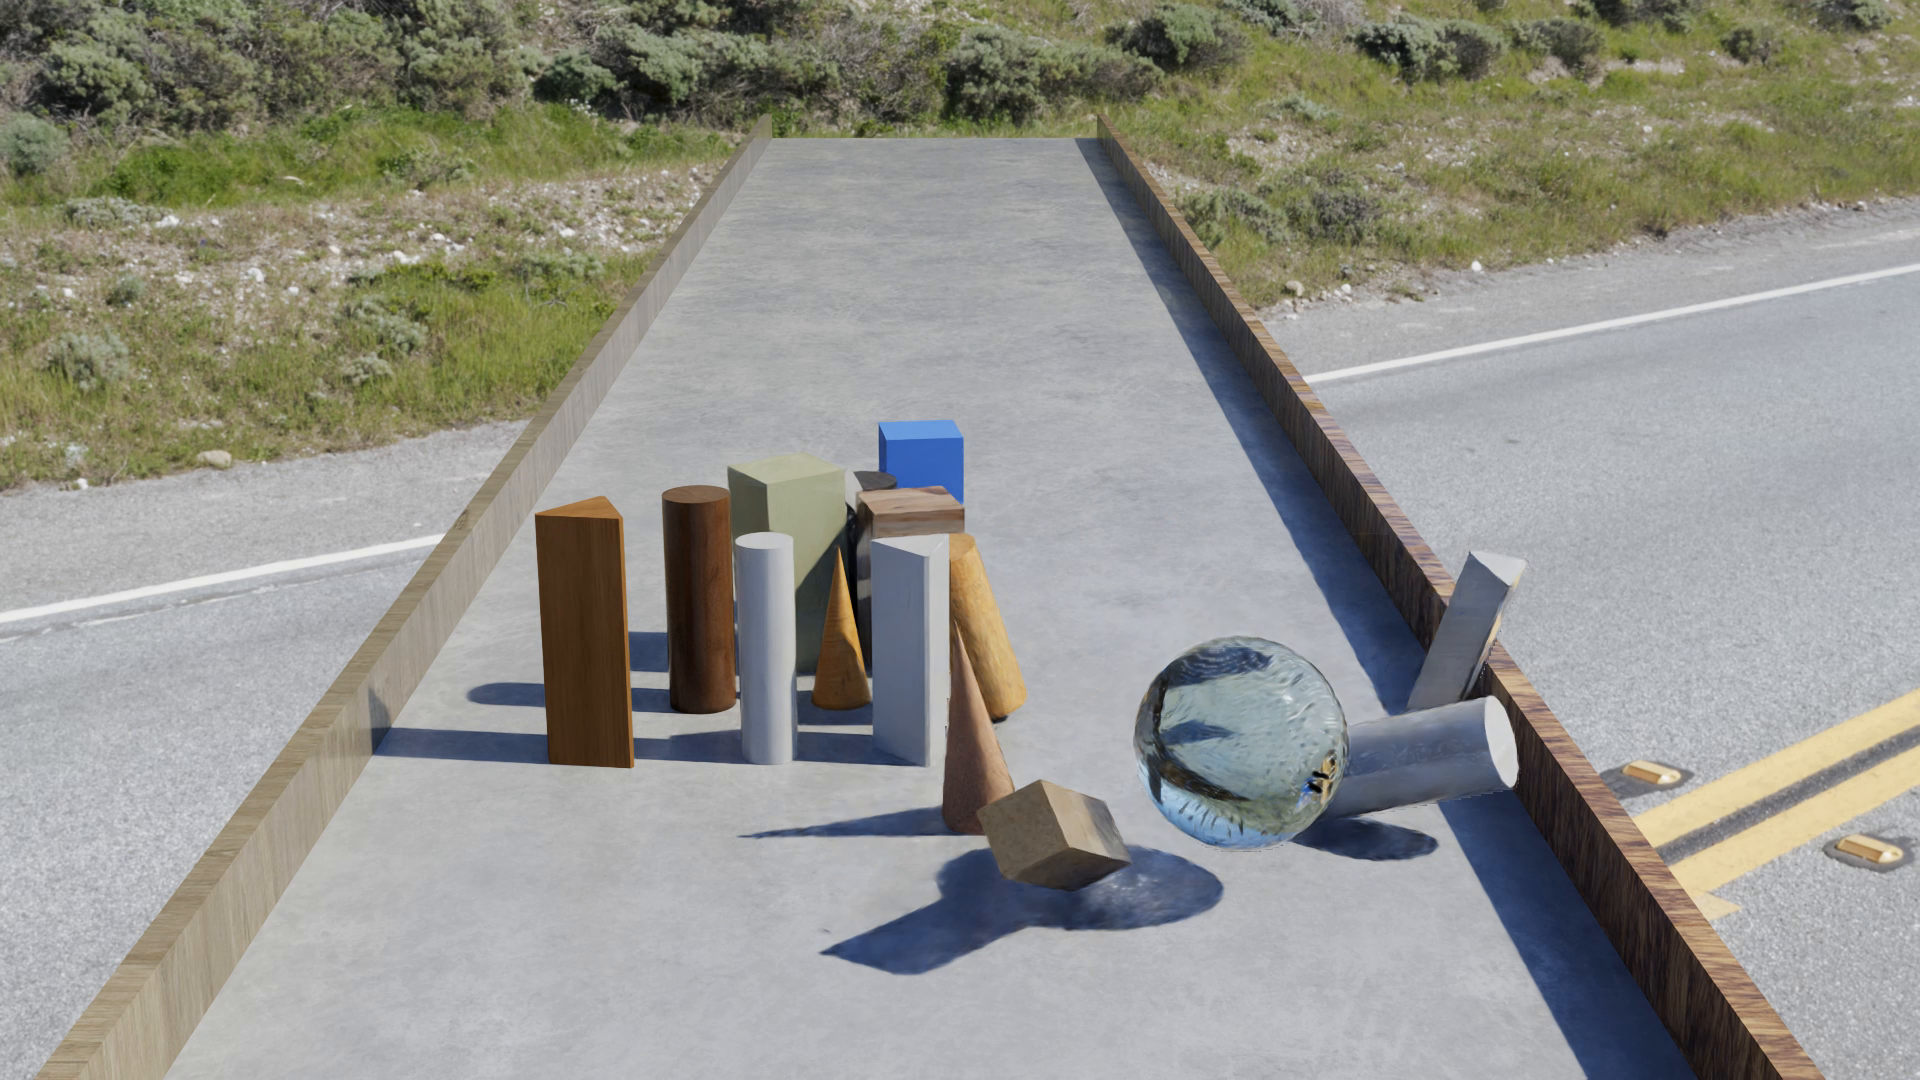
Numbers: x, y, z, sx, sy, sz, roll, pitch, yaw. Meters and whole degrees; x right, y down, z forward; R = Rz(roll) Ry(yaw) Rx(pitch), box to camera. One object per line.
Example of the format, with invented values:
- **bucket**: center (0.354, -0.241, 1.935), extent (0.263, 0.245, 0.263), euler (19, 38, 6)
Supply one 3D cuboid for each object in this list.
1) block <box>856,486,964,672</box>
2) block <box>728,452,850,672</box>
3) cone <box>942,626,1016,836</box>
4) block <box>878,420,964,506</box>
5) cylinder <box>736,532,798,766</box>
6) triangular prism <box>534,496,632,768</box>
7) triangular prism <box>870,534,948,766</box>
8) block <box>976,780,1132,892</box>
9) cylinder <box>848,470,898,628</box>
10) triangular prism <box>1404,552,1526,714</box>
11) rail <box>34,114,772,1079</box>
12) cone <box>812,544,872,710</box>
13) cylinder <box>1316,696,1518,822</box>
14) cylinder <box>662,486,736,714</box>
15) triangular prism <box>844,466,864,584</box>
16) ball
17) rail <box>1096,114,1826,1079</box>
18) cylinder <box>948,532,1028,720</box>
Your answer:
- **block**: center (-0.099, 0.080, 4.372), extent (0.178, 0.331, 0.178), euler (-4, 17, -14)
- **block**: center (-0.337, 0.046, 4.370), extent (0.169, 0.395, 0.169), euler (-12, 20, -30)
- **cone**: center (0.014, 0.287, 3.543), extent (0.131, 0.388, 0.131), euler (-5, 34, 3)
- **block**: center (-0.087, -0.078, 4.888), extent (0.168, 0.343, 0.168), euler (-2, 17, -8)
- **cylinder**: center (-0.340, 0.192, 3.879), extent (0.102, 0.400, 0.102), euler (0, 17, 0)
- **triangular prism**: center (-0.642, 0.160, 3.886), extent (0.155, 0.458, 0.134), euler (3, 17, 9)
- **triangular prism**: center (-0.064, 0.188, 3.912), extent (0.140, 0.389, 0.121), euler (16, 23, 42)
- **block**: center (0.143, 0.439, 3.240), extent (0.104, 0.104, 0.345), euler (-28, -19, 12)
- **cylinder**: center (-0.206, 0.019, 4.633), extent (0.153, 0.301, 0.153), euler (0, 16, 0)
- **triangular prism**: center (0.879, 0.191, 3.886), extent (0.089, 0.377, 0.103), euler (26, 35, 18)
- **rail**: center (-1.118, -0.838, 7.780), extent (0.050, 0.150, 12.000), euler (0, 17, -1)
- **cone**: center (-0.227, 0.156, 4.155), extent (0.115, 0.312, 0.115), euler (0, 17, 0)
- **cylinder**: center (0.722, 0.358, 3.576), extent (0.329, 0.147, 0.147), euler (-15, 8, 29)
- **cylinder**: center (-0.488, 0.112, 4.127), extent (0.127, 0.412, 0.127), euler (0, 17, 0)
- **triangular prism**: center (-0.180, 0.021, 4.505), extent (0.091, 0.360, 0.105), euler (-38, 28, -21)
- **ball**: center (0.424, 0.307, 3.328), extent (0.324, 0.324, 0.324), euler (0, 17, 0)
- **rail**: center (0.932, -0.844, 7.801), extent (0.050, 0.150, 12.000), euler (0, 17, -1)
- **cylinder**: center (0.017, 0.161, 4.061), extent (0.125, 0.333, 0.125), euler (-16, 25, 8)
